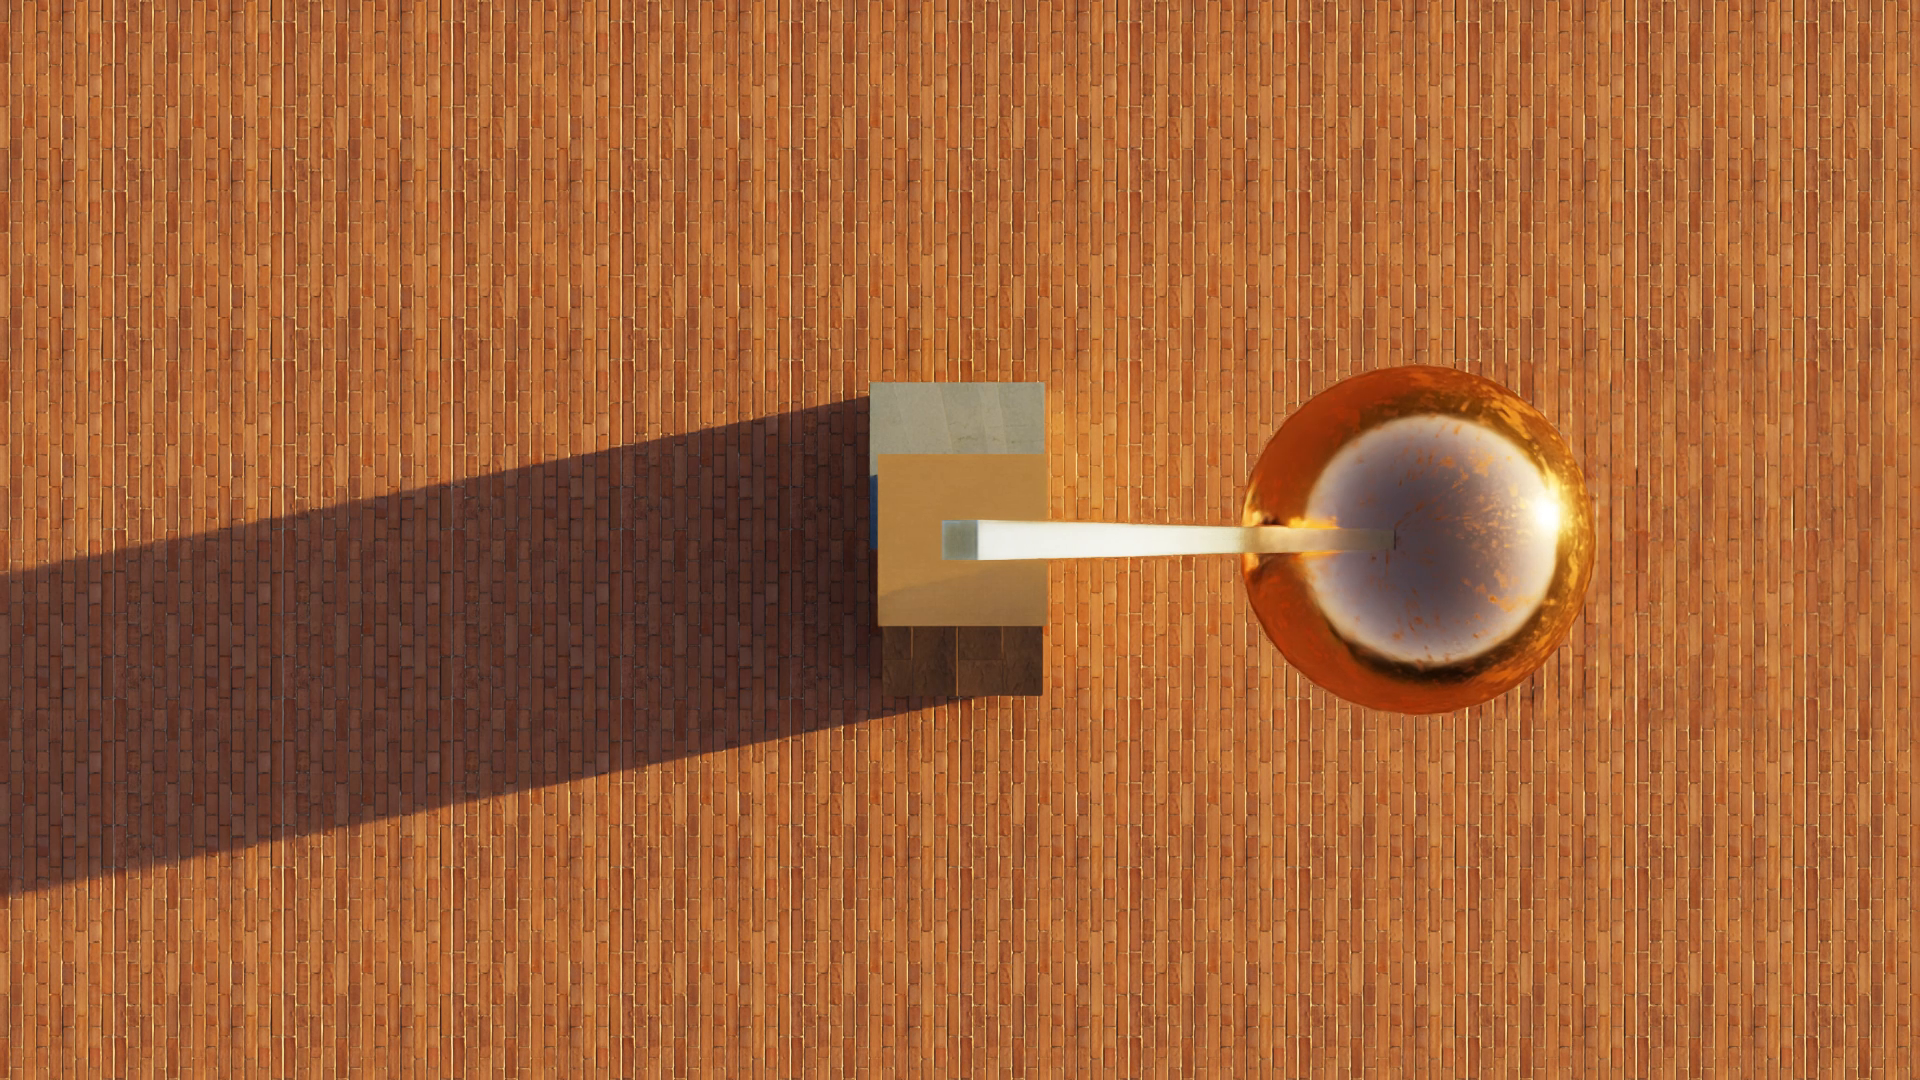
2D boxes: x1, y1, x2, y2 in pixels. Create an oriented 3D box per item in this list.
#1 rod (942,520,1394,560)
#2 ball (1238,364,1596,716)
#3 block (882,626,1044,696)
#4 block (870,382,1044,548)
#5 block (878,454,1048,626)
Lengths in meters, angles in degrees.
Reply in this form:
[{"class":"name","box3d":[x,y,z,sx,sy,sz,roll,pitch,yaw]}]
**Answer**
[{"class":"rod","box3d":[0.899,0.000,6.856,0.080,5.200,0.080,0,90,20]},{"class":"ball","box3d":[2.074,0.000,10.046,1.600,1.600,1.600,0,90,0]},{"class":"block","box3d":[0.015,0.461,12.589,0.891,0.823,0.804,0,90,0]},{"class":"block","box3d":[-0.015,-0.407,12.521,0.957,0.958,0.912,0,90,0]},{"class":"block","box3d":[0.010,0.000,9.024,0.670,0.663,0.679,0,90,0]}]
